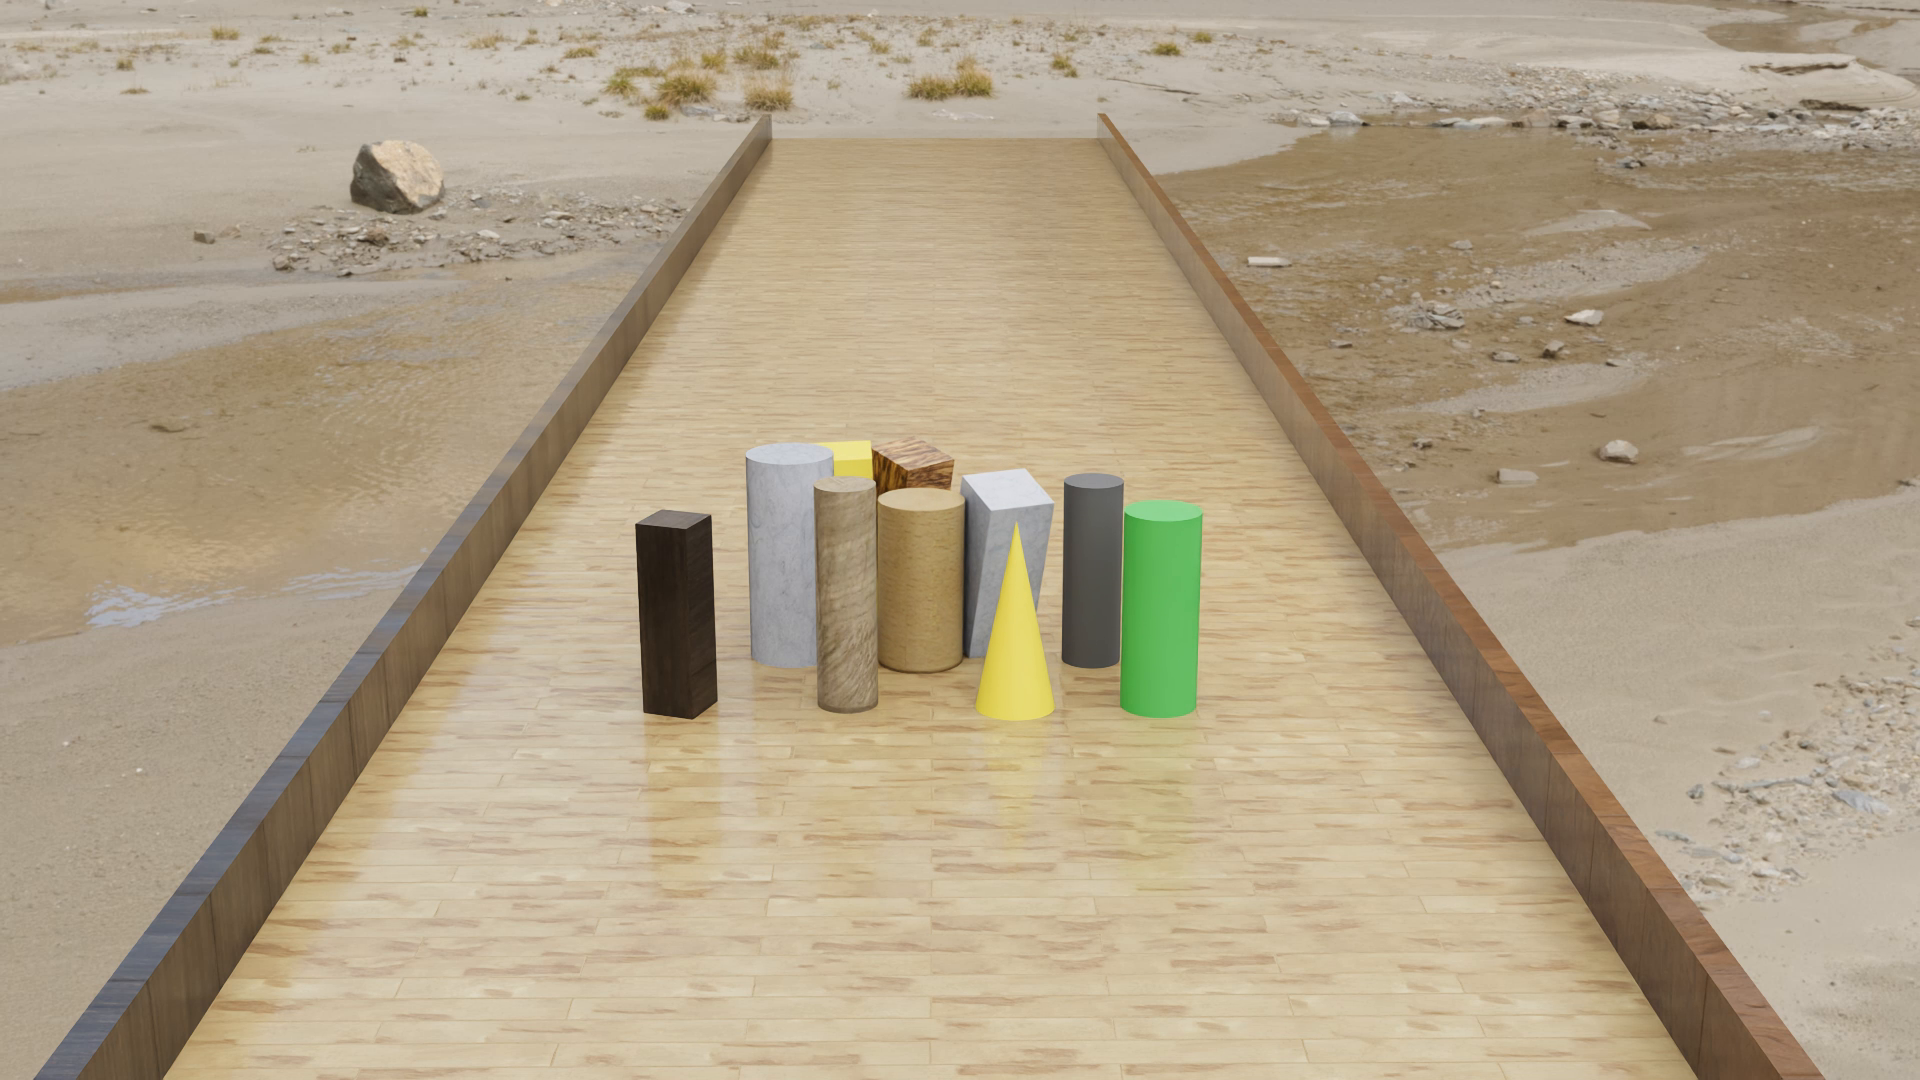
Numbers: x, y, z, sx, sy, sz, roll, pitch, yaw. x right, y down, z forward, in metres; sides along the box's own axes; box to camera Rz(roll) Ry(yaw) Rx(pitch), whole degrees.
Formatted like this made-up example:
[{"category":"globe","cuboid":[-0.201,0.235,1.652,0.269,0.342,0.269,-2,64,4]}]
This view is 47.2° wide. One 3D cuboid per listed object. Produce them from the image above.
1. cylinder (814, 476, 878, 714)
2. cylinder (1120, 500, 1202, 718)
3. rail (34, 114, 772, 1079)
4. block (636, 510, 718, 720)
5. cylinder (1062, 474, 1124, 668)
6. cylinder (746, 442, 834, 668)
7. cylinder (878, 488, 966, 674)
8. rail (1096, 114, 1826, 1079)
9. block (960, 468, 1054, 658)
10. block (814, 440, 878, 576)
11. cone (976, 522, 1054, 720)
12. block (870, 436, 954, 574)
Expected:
[{"category":"cylinder","cuboid":[-0.213,0.103,4.123,0.116,0.432,0.116,0,17,0]},{"category":"cylinder","cuboid":[0.376,0.129,4.122,0.145,0.383,0.145,0,17,0]},{"category":"rail","cuboid":[-1.118,-0.838,7.780,0.050,0.150,12.000,0,17,-1]},{"category":"block","cuboid":[-0.529,0.139,4.111,0.104,0.370,0.104,6,18,19]},{"category":"cylinder","cuboid":[0.263,0.061,4.372,0.118,0.370,0.118,0,17,0]},{"category":"cylinder","cuboid":[-0.336,0.029,4.395,0.173,0.418,0.173,0,17,0]},{"category":"cylinder","cuboid":[-0.078,0.079,4.372,0.172,0.333,0.172,1,16,0]},{"category":"rail","cuboid":[0.932,-0.844,7.801,0.050,0.150,12.000,0,17,-1]},{"category":"block","cuboid":[0.074,0.047,4.413,0.138,0.347,0.138,-7,34,-24]},{"category":"block","cuboid":[-0.259,-0.015,4.647,0.157,0.355,0.157,-3,17,-3]},{"category":"cone","cuboid":[0.104,0.139,4.116,0.151,0.367,0.151,0,17,0]},{"category":"block","cuboid":[-0.123,-0.045,4.778,0.131,0.319,0.131,-16,35,-39]}]
